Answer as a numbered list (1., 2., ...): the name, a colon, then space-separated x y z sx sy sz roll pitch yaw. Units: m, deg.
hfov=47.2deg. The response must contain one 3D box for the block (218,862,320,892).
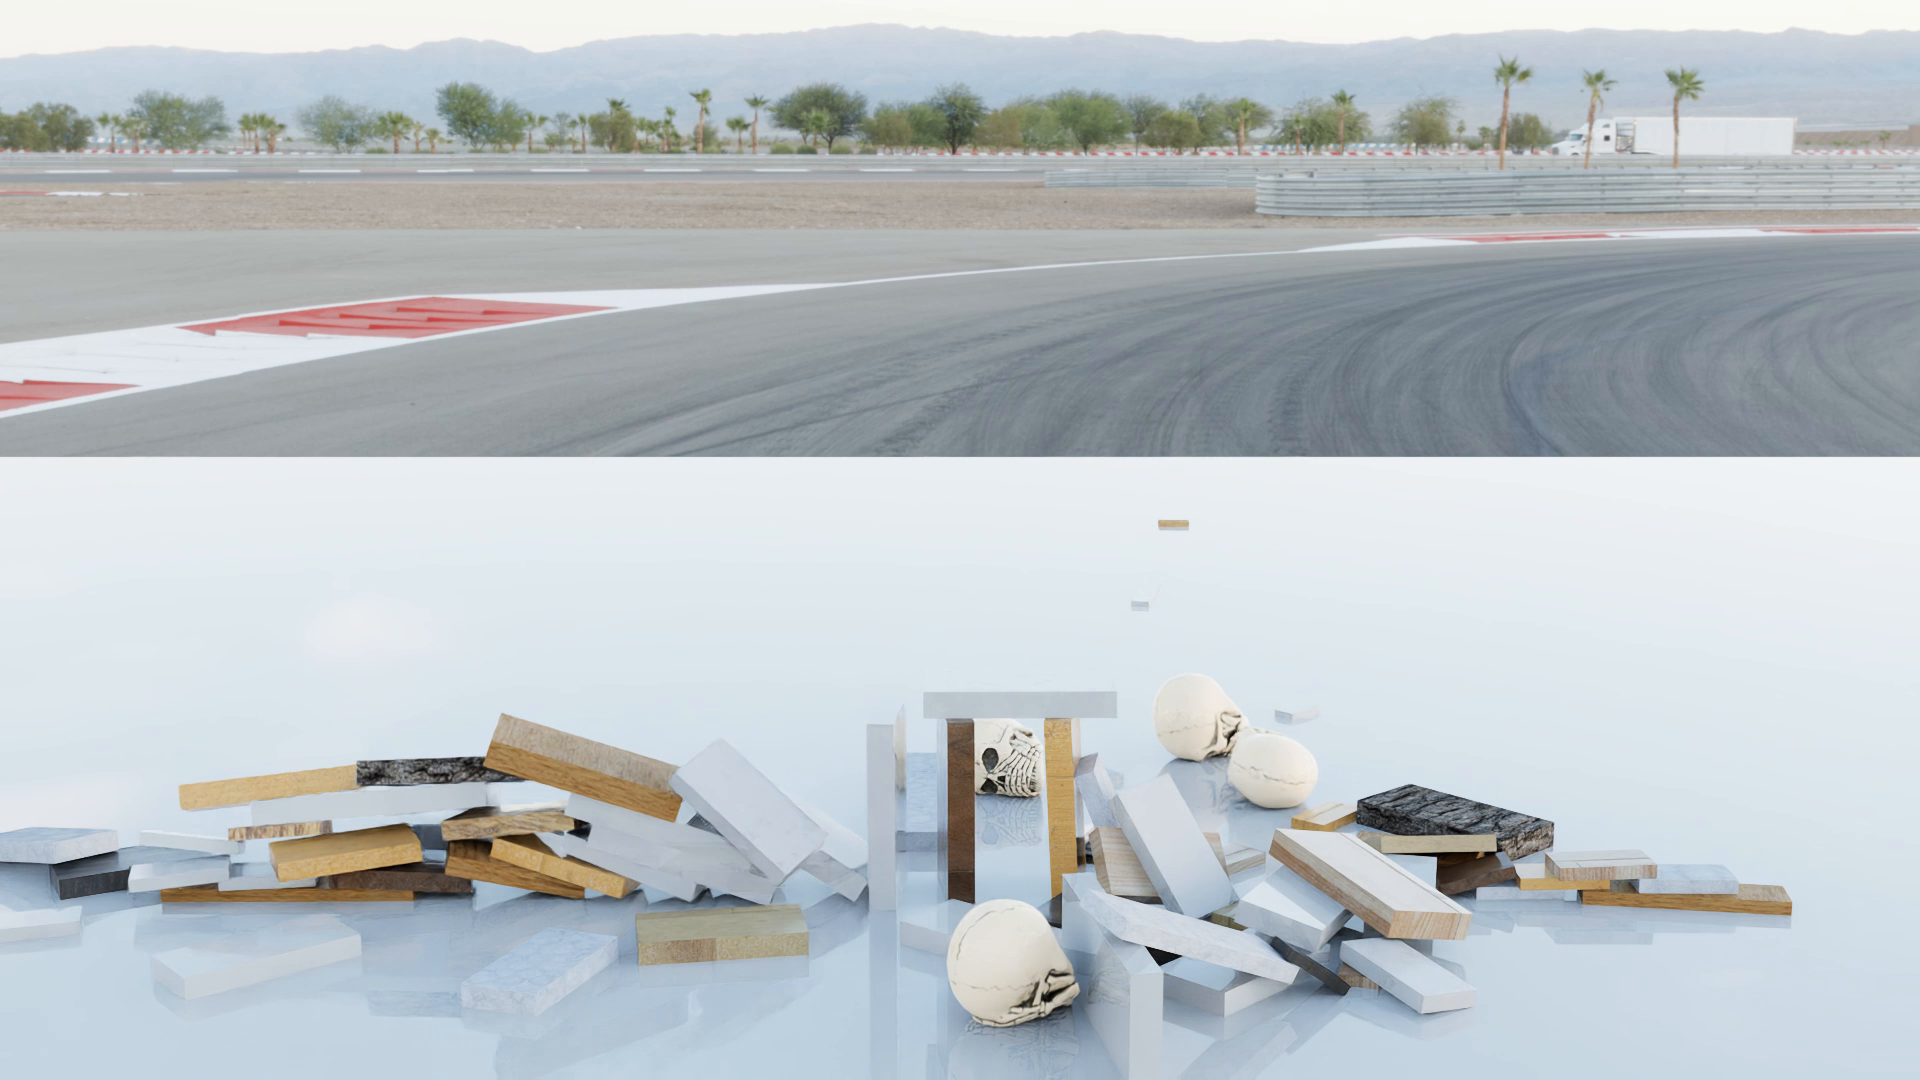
1. block: -1.148 0.558 3.663 0.155 0.022 0.077 -2 11 -9

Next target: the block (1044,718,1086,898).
1. block: 0.175 0.433 3.647 0.044 0.314 0.157 -2 10 8

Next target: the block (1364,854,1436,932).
1. block: 0.719 0.575 3.584 0.108 0.031 0.217 2 19 13

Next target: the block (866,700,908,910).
1. block: -0.120 0.436 3.637 0.044 0.314 0.157 1 11 6

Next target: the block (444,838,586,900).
1. block: -0.740 0.545 3.665 0.228 0.032 0.114 13 7 -14

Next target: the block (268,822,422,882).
1. block: -1.014 0.514 3.626 0.228 0.032 0.114 -6 12 -24

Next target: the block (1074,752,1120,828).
1. block: 0.252 0.478 3.643 0.033 0.234 0.117 -20 7 11

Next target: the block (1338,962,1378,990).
1. block: 0.609 0.646 3.321 0.059 0.017 0.118 3 11 17

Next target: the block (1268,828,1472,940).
1. block: 0.647 0.544 3.490 0.157 0.045 0.315 8 13 -30

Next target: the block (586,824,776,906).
1. block: -0.452 0.516 3.663 0.314 0.044 0.157 19 9 -2

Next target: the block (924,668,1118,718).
1. block: 0.099 0.253 3.636 0.314 0.044 0.157 0 10 1

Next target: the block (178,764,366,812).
1. block: -1.167 0.423 3.746 0.292 0.041 0.146 -6 -7 -13

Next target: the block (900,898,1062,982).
1. block: 0.048 0.619 3.411 0.260 0.037 0.130 8 13 38

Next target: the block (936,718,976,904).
1. block: -0.007 0.435 3.645 0.044 0.314 0.157 -2 11 -7

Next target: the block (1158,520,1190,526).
1. block: 0.690 -0.054 7.101 0.096 0.014 0.048 0 11 0

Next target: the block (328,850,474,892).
1. block: -0.927 0.549 3.667 0.228 0.032 0.114 4 11 -9

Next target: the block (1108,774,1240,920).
1. block: 0.345 0.502 3.554 0.117 0.234 0.033 -16 -21 -37

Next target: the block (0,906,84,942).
1. block: -1.478 0.612 3.494 0.152 0.022 0.076 -3 11 -18

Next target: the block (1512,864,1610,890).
1. block: 0.997 0.559 3.656 0.147 0.021 0.073 -1 11 1

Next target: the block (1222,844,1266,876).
1. block: 0.457 0.556 3.801 0.138 0.020 0.069 -9 14 -41

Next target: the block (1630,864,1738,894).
1. block: 1.195 0.561 3.640 0.161 0.023 0.081 0 11 1

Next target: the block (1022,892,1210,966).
1. block: 0.245 0.612 3.449 0.263 0.037 0.131 6 12 30

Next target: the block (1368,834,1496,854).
1. block: 0.801 0.517 3.736 0.195 0.028 0.098 -1 -9 -3

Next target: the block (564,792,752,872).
1. block: -0.490 0.458 3.647 0.314 0.044 0.157 18 9 -6

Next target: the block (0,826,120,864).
1. block: -1.581 0.525 3.792 0.247 0.035 0.123 -4 2 34

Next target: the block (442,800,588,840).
1. block: -0.733 0.466 3.677 0.233 0.033 0.117 -6 2 13

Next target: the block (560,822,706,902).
1. block: -0.535 0.531 3.659 0.233 0.033 0.117 20 8 6

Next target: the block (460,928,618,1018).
1. block: -0.625 0.643 3.287 0.123 0.035 0.246 4 11 20

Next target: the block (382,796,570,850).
1. block: -0.867 0.511 3.973 0.320 0.045 0.160 -1 11 -4

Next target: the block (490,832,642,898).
1. block: -0.650 0.534 3.667 0.233 0.033 0.117 16 7 10

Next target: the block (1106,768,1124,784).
1. block: 0.264 0.461 4.324 0.054 0.015 0.107 -9 14 -41
